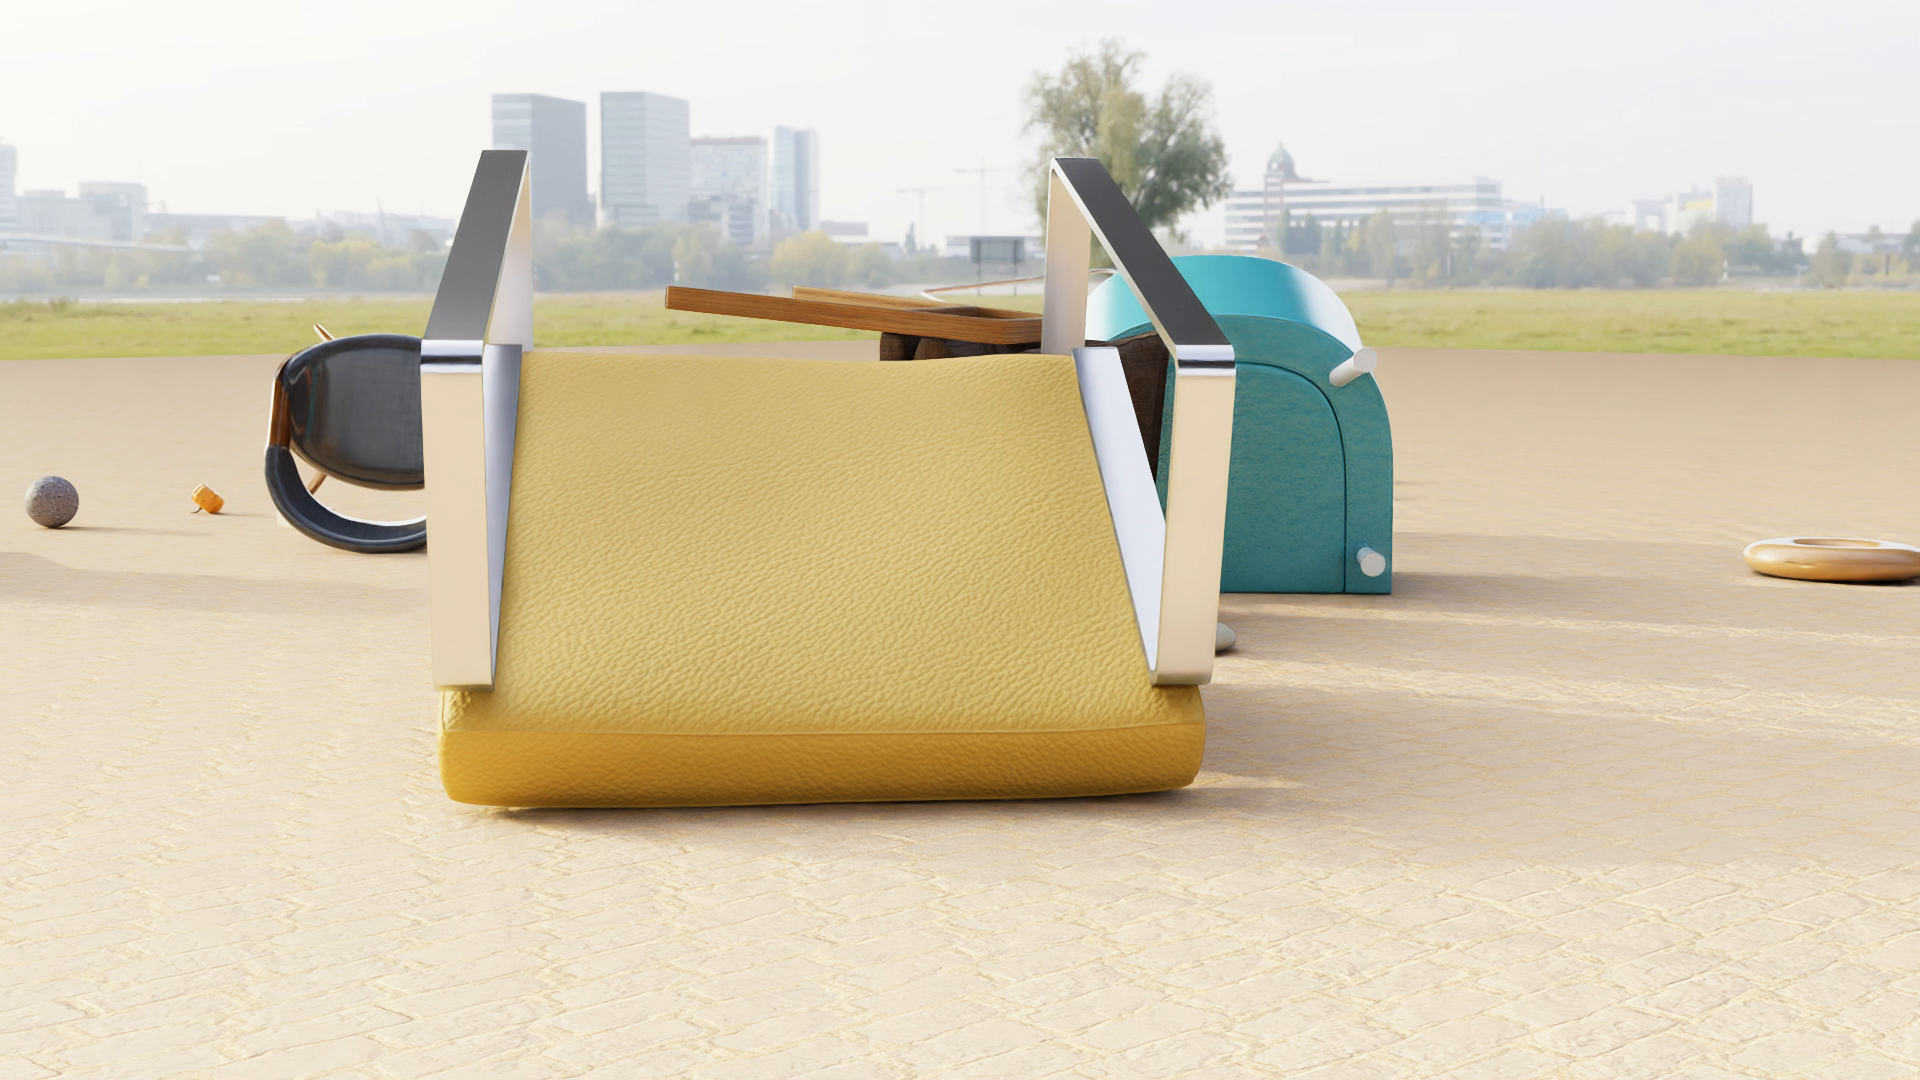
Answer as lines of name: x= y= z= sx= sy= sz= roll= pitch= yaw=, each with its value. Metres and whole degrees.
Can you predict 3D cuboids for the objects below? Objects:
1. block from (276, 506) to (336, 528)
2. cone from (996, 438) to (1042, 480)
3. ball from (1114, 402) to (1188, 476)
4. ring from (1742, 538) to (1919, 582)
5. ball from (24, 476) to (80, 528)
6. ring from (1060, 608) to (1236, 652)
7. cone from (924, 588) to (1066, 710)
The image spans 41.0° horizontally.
block: x=-1.725 y=-0.061 z=6.767 sx=0.109 sy=0.049 sz=0.119 roll=-5 pitch=7 yaw=-38
cone: x=0.219 y=-0.231 z=8.330 sx=0.181 sy=0.094 sz=0.188 roll=-32 pitch=31 yaw=17
ball: x=0.633 y=-0.335 z=8.495 sx=0.240 sy=0.240 sz=0.240 roll=0 pitch=6 yaw=0
ring: x=1.926 y=0.042 z=5.642 sx=0.407 sy=0.075 sz=0.349 roll=5 pitch=7 yaw=44
ball: x=-2.381 y=-0.101 z=6.725 sx=0.136 sy=0.136 sz=0.136 roll=0 pitch=6 yaw=0
ring: x=0.335 y=0.161 z=4.610 sx=0.225 sy=0.050 sz=0.393 roll=-4 pitch=8 yaw=-40
cone: x=0.033 y=0.206 z=3.973 sx=0.215 sy=0.204 sz=0.140 roll=-24 pitch=-28 yaw=23
